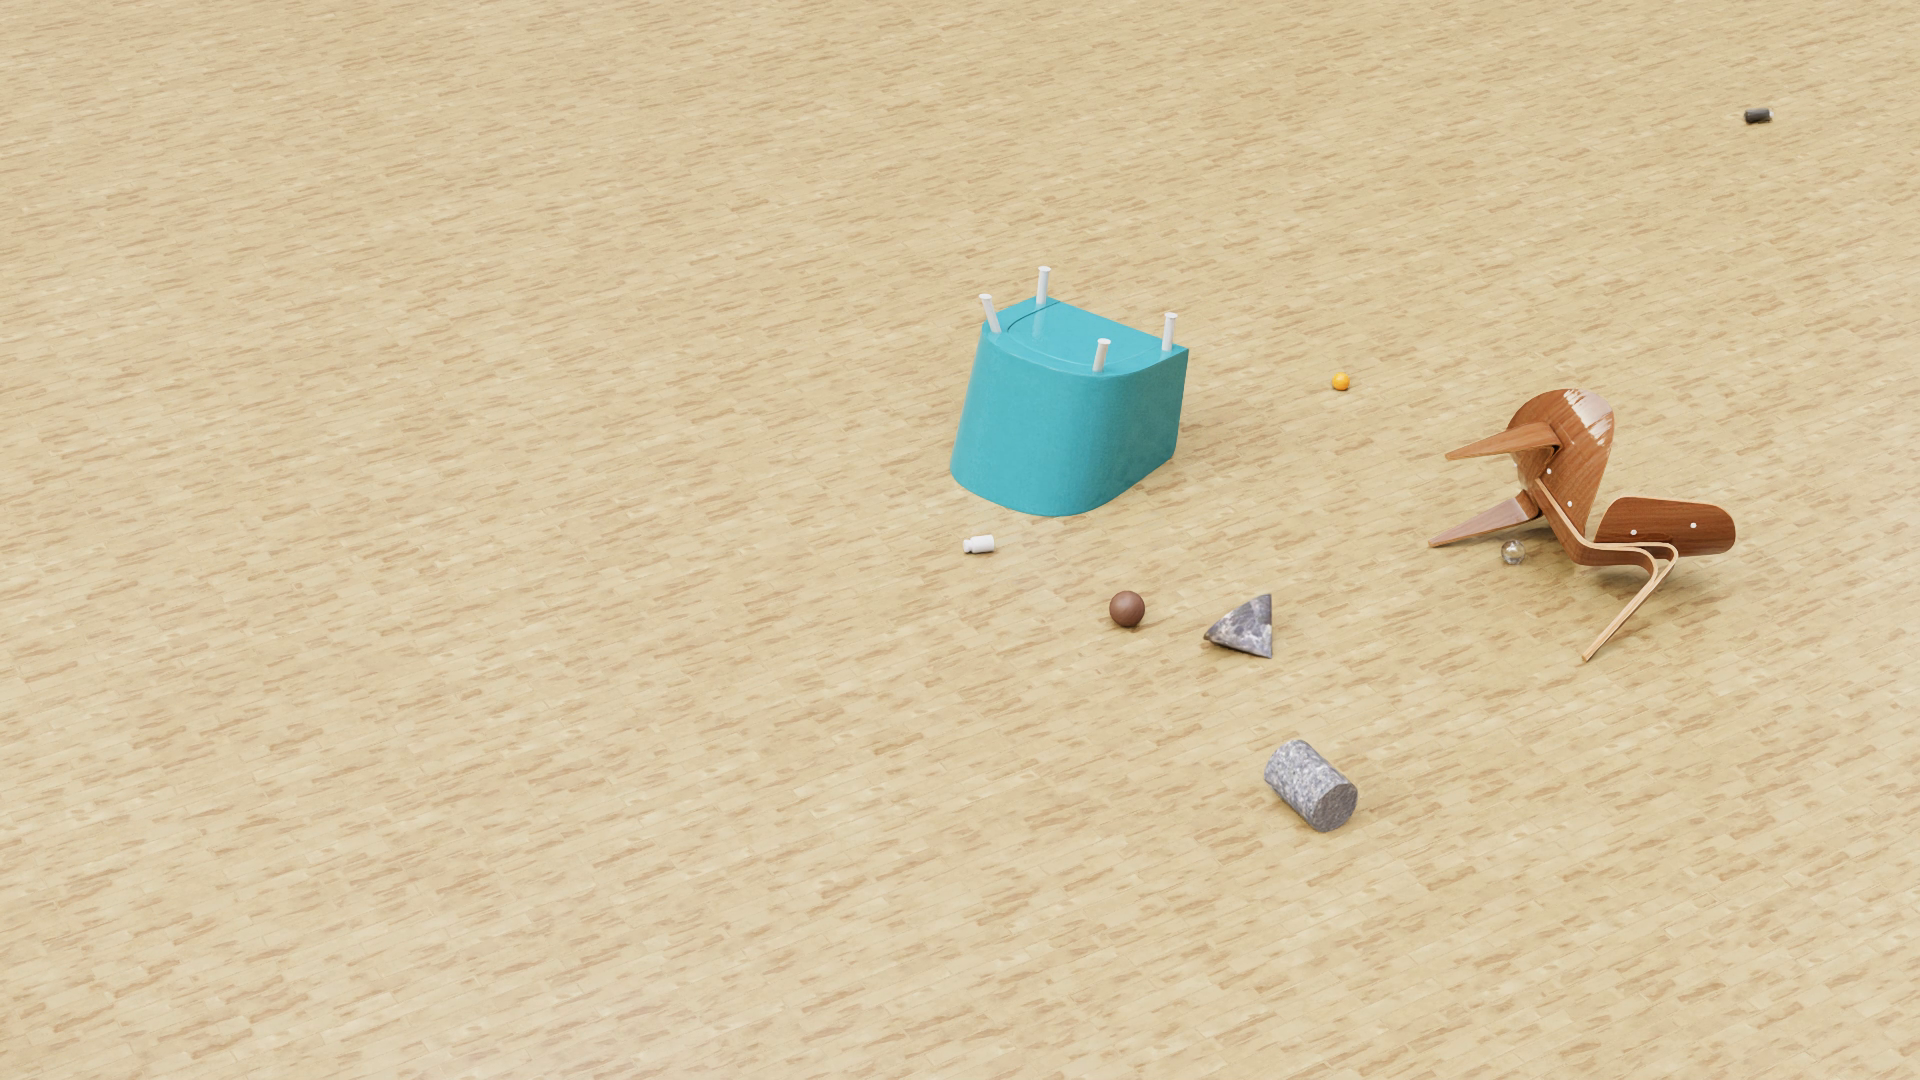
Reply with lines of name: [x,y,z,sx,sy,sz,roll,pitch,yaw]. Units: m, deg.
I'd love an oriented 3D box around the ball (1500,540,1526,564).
ball: [2.036,0.043,10.796,0.091,0.091,0.091,0,33,0]

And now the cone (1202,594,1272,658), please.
cone: [1.039,0.345,10.338,0.338,0.203,0.197,-24,68,-36]

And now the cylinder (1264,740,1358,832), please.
cylinder: [1.146,0.799,9.565,0.187,0.179,0.267,-50,44,3]
